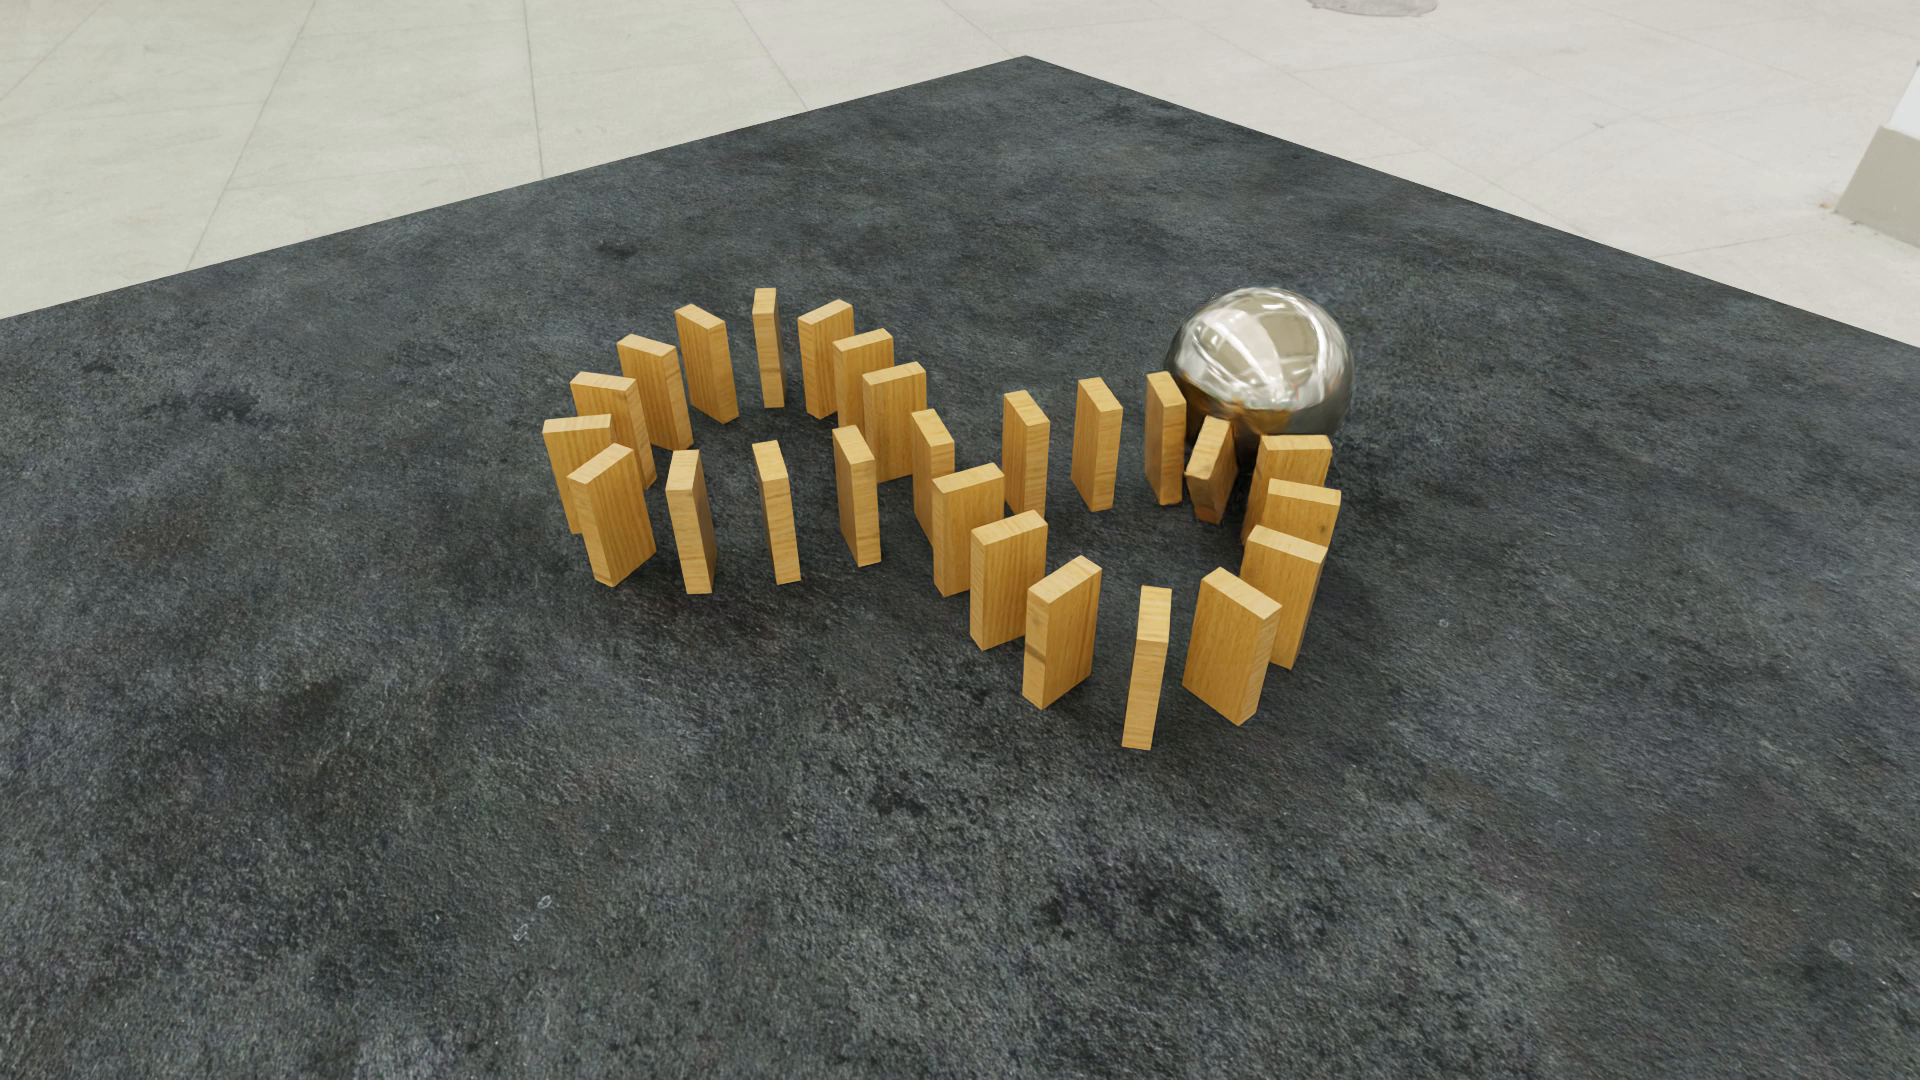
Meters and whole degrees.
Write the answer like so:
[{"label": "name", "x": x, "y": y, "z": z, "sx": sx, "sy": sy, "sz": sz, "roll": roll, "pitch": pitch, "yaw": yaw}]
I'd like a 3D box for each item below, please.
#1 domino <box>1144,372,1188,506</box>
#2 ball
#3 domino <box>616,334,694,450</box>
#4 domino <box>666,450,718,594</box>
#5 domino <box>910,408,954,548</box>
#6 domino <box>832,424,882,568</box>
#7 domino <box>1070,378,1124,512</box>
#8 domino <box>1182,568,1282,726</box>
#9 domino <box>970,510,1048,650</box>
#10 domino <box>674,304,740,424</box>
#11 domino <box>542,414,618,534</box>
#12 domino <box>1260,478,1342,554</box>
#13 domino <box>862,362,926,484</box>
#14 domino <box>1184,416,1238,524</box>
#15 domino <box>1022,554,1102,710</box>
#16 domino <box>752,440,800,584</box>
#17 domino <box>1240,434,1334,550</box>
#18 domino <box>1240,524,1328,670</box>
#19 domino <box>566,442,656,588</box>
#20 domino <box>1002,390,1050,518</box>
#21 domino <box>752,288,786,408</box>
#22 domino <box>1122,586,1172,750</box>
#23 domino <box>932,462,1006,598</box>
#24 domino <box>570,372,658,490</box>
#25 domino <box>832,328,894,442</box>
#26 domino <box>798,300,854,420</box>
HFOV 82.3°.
[{"label": "domino", "x": 0.086, "y": -0.042, "z": 0.463, "sx": 0.009, "sy": 0.050, "sz": 0.025, "roll": -10, "pitch": 40, "yaw": -4}, {"label": "ball", "x": 0.126, "y": -0.068, "z": 0.470, "sx": 0.080, "sy": 0.080, "sz": 0.080, "roll": 0, "pitch": 39, "yaw": 0}, {"label": "domino", "x": -0.136, "y": -0.065, "z": 0.491, "sx": 0.025, "sy": 0.050, "sz": 0.009, "roll": 18, "pitch": 43, "yaw": 21}, {"label": "domino", "x": -0.102, "y": -0.007, "z": 0.419, "sx": 0.009, "sy": 0.050, "sz": 0.025, "roll": -3, "pitch": 39, "yaw": -4}, {"label": "domino", "x": -0.011, "y": -0.024, "z": 0.441, "sx": 0.010, "sy": 0.050, "sz": 0.025, "roll": -13, "pitch": 41, "yaw": -15}, {"label": "domino", "x": -0.040, "y": -0.017, "z": 0.432, "sx": 0.010, "sy": 0.050, "sz": 0.025, "roll": -14, "pitch": 41, "yaw": -16}, {"label": "domino", "x": 0.057, "y": -0.040, "z": 0.460, "sx": 0.009, "sy": 0.050, "sz": 0.025, "roll": -10, "pitch": 40, "yaw": -12}, {"label": "domino", "x": 0.090, "y": 0.036, "z": 0.367, "sx": 0.009, "sy": 0.050, "sz": 0.025, "roll": -28, "pitch": 47, "yaw": -30}, {"label": "domino", "x": 0.017, "y": 0.015, "z": 0.393, "sx": 0.025, "sy": 0.050, "sz": 0.010, "roll": -18, "pitch": 43, "yaw": -21}, {"label": "domino", "x": -0.117, "y": -0.081, "z": 0.511, "sx": 0.025, "sy": 0.050, "sz": 0.009, "roll": 31, "pitch": 48, "yaw": 32}, {"label": "domino", "x": -0.149, "y": -0.026, "z": 0.443, "sx": 0.025, "sy": 0.050, "sz": 0.009, "roll": -6, "pitch": 40, "yaw": -8}, {"label": "domino", "x": 0.123, "y": 0.002, "z": 0.409, "sx": 0.025, "sy": 0.050, "sz": 0.009, "roll": 11, "pitch": 41, "yaw": 14}, {"label": "domino", "x": -0.027, "y": -0.050, "z": 0.472, "sx": 0.025, "sy": 0.050, "sz": 0.010, "roll": -17, "pitch": 42, "yaw": -20}, {"label": "domino", "x": 0.101, "y": -0.027, "z": 0.440, "sx": 0.009, "sy": 0.050, "sz": 0.025, "roll": 18, "pitch": 77, "yaw": 23}, {"label": "domino", "x": 0.034, "y": 0.032, "z": 0.373, "sx": 0.025, "sy": 0.050, "sz": 0.009, "roll": -30, "pitch": 48, "yaw": -32}, {"label": "domino", "x": -0.071, "y": -0.010, "z": 0.424, "sx": 0.010, "sy": 0.050, "sz": 0.025, "roll": -11, "pitch": 41, "yaw": -13}, {"label": "domino", "x": 0.128, "y": -0.018, "z": 0.433, "sx": 0.025, "sy": 0.050, "sz": 0.009, "roll": -1, "pitch": 39, "yaw": -2}, {"label": "domino", "x": 0.110, "y": 0.021, "z": 0.386, "sx": 0.025, "sy": 0.050, "sz": 0.010, "roll": 20, "pitch": 44, "yaw": 23}, {"label": "domino", "x": -0.133, "y": -0.009, "z": 0.423, "sx": 0.010, "sy": 0.050, "sz": 0.025, "roll": 20, "pitch": 43, "yaw": 22}, {"label": "domino", "x": 0.026, "y": -0.033, "z": 0.452, "sx": 0.010, "sy": 0.050, "sz": 0.025, "roll": -13, "pitch": 41, "yaw": -15}, {"label": "domino", "x": -0.090, "y": -0.091, "z": 0.523, "sx": 0.009, "sy": 0.050, "sz": 0.025, "roll": -3, "pitch": 39, "yaw": -4}, {"label": "domino", "x": 0.061, "y": 0.042, "z": 0.360, "sx": 0.010, "sy": 0.050, "sz": 0.025, "roll": 7, "pitch": 40, "yaw": 8}, {"label": "domino", "x": 0.003, "y": -0.003, "z": 0.416, "sx": 0.025, "sy": 0.050, "sz": 0.009, "roll": -17, "pitch": 42, "yaw": -19}, {"label": "domino", "x": -0.147, "y": -0.046, "z": 0.468, "sx": 0.025, "sy": 0.050, "sz": 0.009, "roll": 9, "pitch": 40, "yaw": 11}, {"label": "domino", "x": -0.042, "y": -0.068, "z": 0.494, "sx": 0.025, "sy": 0.050, "sz": 0.009, "roll": -20, "pitch": 43, "yaw": -23}, {"label": "domino", "x": -0.061, "y": -0.084, "z": 0.514, "sx": 0.009, "sy": 0.050, "sz": 0.025, "roll": 31, "pitch": 48, "yaw": 32}]
